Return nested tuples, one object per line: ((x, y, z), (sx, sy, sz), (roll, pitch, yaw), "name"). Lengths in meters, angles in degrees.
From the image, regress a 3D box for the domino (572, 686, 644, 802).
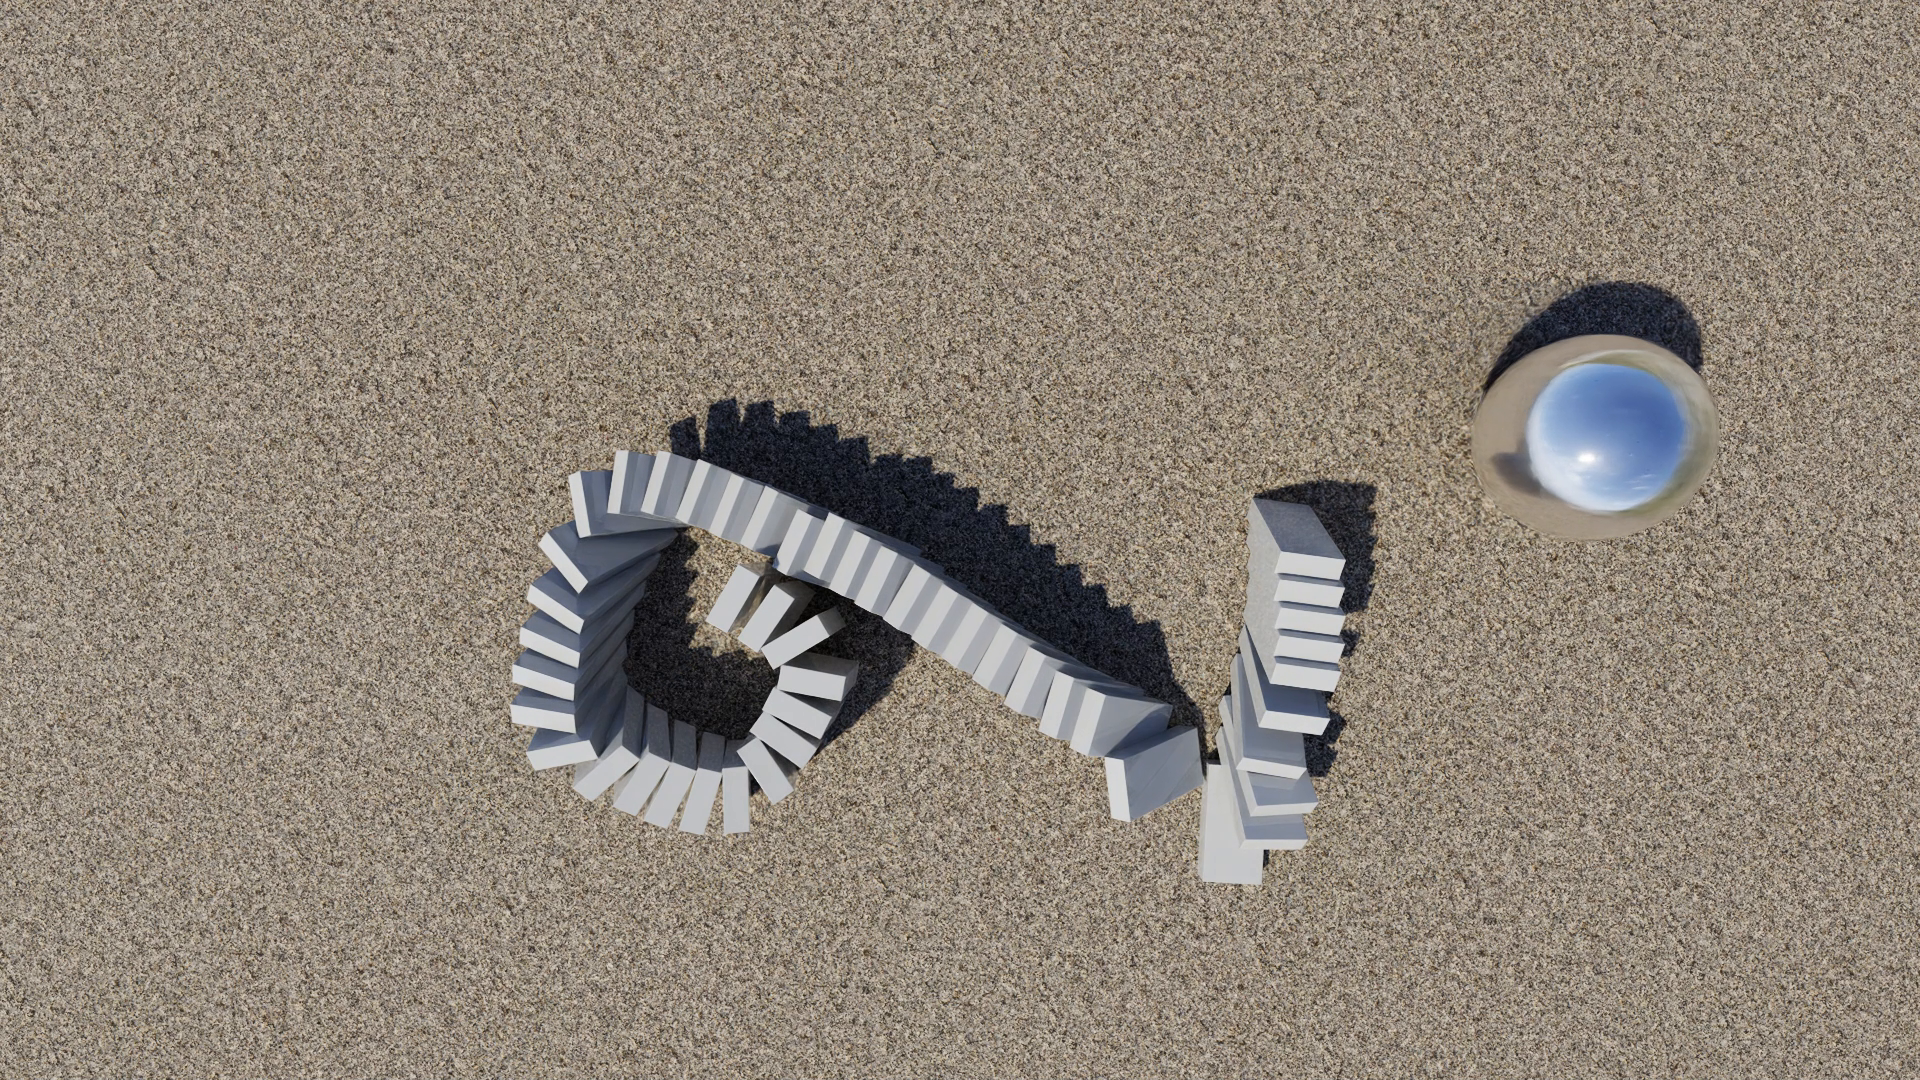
((-0.143, 0.082, 0.375), (0.025, 0.050, 0.010), (-41, 115, 0), "domino")

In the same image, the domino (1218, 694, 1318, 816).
((0.127, 0.088, 0.379), (0.025, 0.010, 0.050), (-2, 50, -4), "domino")

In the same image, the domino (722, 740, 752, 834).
((-0.091, 0.099, 0.375), (0.009, 0.050, 0.025), (-2, 90, -12), "domino")

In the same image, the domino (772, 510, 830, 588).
((-0.052, 0.007, 0.377), (0.010, 0.050, 0.025), (24, 90, 38), "domino")

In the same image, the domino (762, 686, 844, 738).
((-0.063, 0.067, 0.375), (0.025, 0.050, 0.009), (27, 87, 0), "domino")

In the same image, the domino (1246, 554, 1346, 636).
((0.137, 0.020, 0.376), (0.025, 0.050, 0.010), (8, 117, 0), "domino")

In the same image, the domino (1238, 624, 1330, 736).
((0.132, 0.056, 0.377), (0.025, 0.050, 0.009), (7, 127, 0), "domino")

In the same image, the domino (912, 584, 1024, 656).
((0.004, 0.038, 0.378), (0.010, 0.050, 0.025), (30, 90, 41), "domino")

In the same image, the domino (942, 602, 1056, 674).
((0.017, 0.046, 0.379), (0.009, 0.050, 0.025), (30, 90, 44), "domino")

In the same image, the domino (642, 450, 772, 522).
((-0.103, -0.018, 0.378), (0.009, 0.050, 0.025), (14, 87, 42), "domino")

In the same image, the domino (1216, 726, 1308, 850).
((0.124, 0.102, 0.380), (0.025, 0.009, 0.050), (1, 49, -2), "domino")

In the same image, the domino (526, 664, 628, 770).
((-0.156, 0.071, 0.376), (0.025, 0.050, 0.009), (-11, 119, 0), "domino")

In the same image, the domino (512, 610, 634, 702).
((-0.157, 0.043, 0.376), (0.025, 0.050, 0.009), (18, 123, 0), "domino")

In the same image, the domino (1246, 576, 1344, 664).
((0.136, 0.031, 0.376), (0.025, 0.050, 0.010), (8, 117, 0), "domino")

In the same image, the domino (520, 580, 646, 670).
((-0.154, 0.029, 0.377), (0.025, 0.050, 0.009), (24, 125, 0), "domino")

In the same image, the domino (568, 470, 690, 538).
((-0.133, -0.016, 0.378), (0.010, 0.050, 0.025), (-10, 89, 40), "domino")

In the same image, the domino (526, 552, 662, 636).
((-0.149, 0.015, 0.377), (0.025, 0.050, 0.010), (34, 127, 0), "domino")

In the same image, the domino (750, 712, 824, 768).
((-0.069, 0.079, 0.375), (0.025, 0.050, 0.009), (36, 82, 0), "domino")

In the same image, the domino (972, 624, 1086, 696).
((0.029, 0.054, 0.379), (0.050, 0.009, 0.025), (29, 90, -44), "domino")

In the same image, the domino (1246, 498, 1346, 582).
((0.137, -0.001, 0.376), (0.025, 0.050, 0.010), (8, 117, 0), "domino")

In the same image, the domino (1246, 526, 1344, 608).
((0.136, 0.010, 0.376), (0.025, 0.050, 0.010), (8, 117, 0), "domino")

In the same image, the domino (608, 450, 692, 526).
((-0.118, -0.020, 0.378), (0.009, 0.050, 0.025), (6, 87, 42), "domino")

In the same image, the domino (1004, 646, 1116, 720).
((0.042, 0.062, 0.379), (0.050, 0.009, 0.025), (24, 90, -44), "domino")

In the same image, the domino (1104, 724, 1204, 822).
((0.081, 0.096, 0.380), (0.050, 0.009, 0.025), (-9, 93, -40), "domino")

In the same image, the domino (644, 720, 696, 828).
((-0.118, 0.094, 0.375), (0.009, 0.050, 0.025), (27, 90, -18), "domino")

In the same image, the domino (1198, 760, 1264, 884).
((0.117, 0.121, 0.395), (0.025, 0.009, 0.050), (3, 90, 0), "domino")

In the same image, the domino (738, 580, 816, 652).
((-0.074, 0.030, 0.375), (0.009, 0.050, 0.025), (35, 90, 1), "domino")

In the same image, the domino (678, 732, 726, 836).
((-0.105, 0.098, 0.375), (0.010, 0.050, 0.025), (17, 90, -14), "domino")

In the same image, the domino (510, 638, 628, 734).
((-0.159, 0.057, 0.376), (0.025, 0.050, 0.010), (9, 120, 0), "domino")

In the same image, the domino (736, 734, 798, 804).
((-0.078, 0.091, 0.375), (0.009, 0.050, 0.025), (-34, 90, -10), "domino")

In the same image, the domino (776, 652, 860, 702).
((-0.057, 0.055, 0.375), (0.025, 0.050, 0.009), (11, 89, 0), "domino")

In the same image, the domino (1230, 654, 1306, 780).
((0.127, 0.072, 0.380), (0.025, 0.010, 0.050), (9, 49, 2), "domino")

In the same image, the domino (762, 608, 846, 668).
((-0.063, 0.039, 0.375), (0.025, 0.050, 0.009), (-31, 89, 0), "domino")

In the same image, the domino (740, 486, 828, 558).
((-0.063, -0.002, 0.379), (0.009, 0.050, 0.025), (24, 90, 44), "domino")

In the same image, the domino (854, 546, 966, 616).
((-0.019, 0.022, 0.377), (0.010, 0.050, 0.025), (23, 87, 38), "domino")

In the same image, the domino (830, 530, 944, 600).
((-0.029, 0.015, 0.377), (0.009, 0.050, 0.025), (23, 89, 38), "domino")

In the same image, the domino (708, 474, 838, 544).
((-0.076, -0.007, 0.379), (0.010, 0.050, 0.025), (22, 90, 44), "domino")

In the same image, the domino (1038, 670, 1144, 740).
((0.055, 0.070, 0.379), (0.050, 0.010, 0.025), (17, 90, -44), "domino")

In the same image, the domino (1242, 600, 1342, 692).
((0.135, 0.042, 0.376), (0.025, 0.050, 0.009), (8, 117, 0), "domino")

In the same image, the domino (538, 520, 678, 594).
((-0.143, 0.000, 0.377), (0.025, 0.050, 0.010), (50, 126, 0), "domino")

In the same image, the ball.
((0.246, -0.040, 0.360), (0.080, 0.080, 0.080), (0, 90, 0), "ball")

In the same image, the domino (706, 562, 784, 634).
((-0.087, 0.022, 0.375), (0.010, 0.050, 0.025), (30, 90, 0), "domino")

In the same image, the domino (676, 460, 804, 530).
((-0.089, -0.013, 0.378), (0.009, 0.050, 0.025), (21, 90, 43), "domino")

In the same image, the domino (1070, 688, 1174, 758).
((0.068, 0.077, 0.379), (0.050, 0.010, 0.025), (17, 90, -44), "domino")

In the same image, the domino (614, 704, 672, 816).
((-0.130, 0.089, 0.375), (0.010, 0.050, 0.025), (33, 90, -23), "domino")

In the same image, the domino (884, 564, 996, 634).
((-0.008, 0.030, 0.377), (0.010, 0.050, 0.025), (30, 90, 38), "domino")

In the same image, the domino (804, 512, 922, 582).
((-0.039, 0.008, 0.377), (0.010, 0.050, 0.025), (24, 91, 38), "domino")
